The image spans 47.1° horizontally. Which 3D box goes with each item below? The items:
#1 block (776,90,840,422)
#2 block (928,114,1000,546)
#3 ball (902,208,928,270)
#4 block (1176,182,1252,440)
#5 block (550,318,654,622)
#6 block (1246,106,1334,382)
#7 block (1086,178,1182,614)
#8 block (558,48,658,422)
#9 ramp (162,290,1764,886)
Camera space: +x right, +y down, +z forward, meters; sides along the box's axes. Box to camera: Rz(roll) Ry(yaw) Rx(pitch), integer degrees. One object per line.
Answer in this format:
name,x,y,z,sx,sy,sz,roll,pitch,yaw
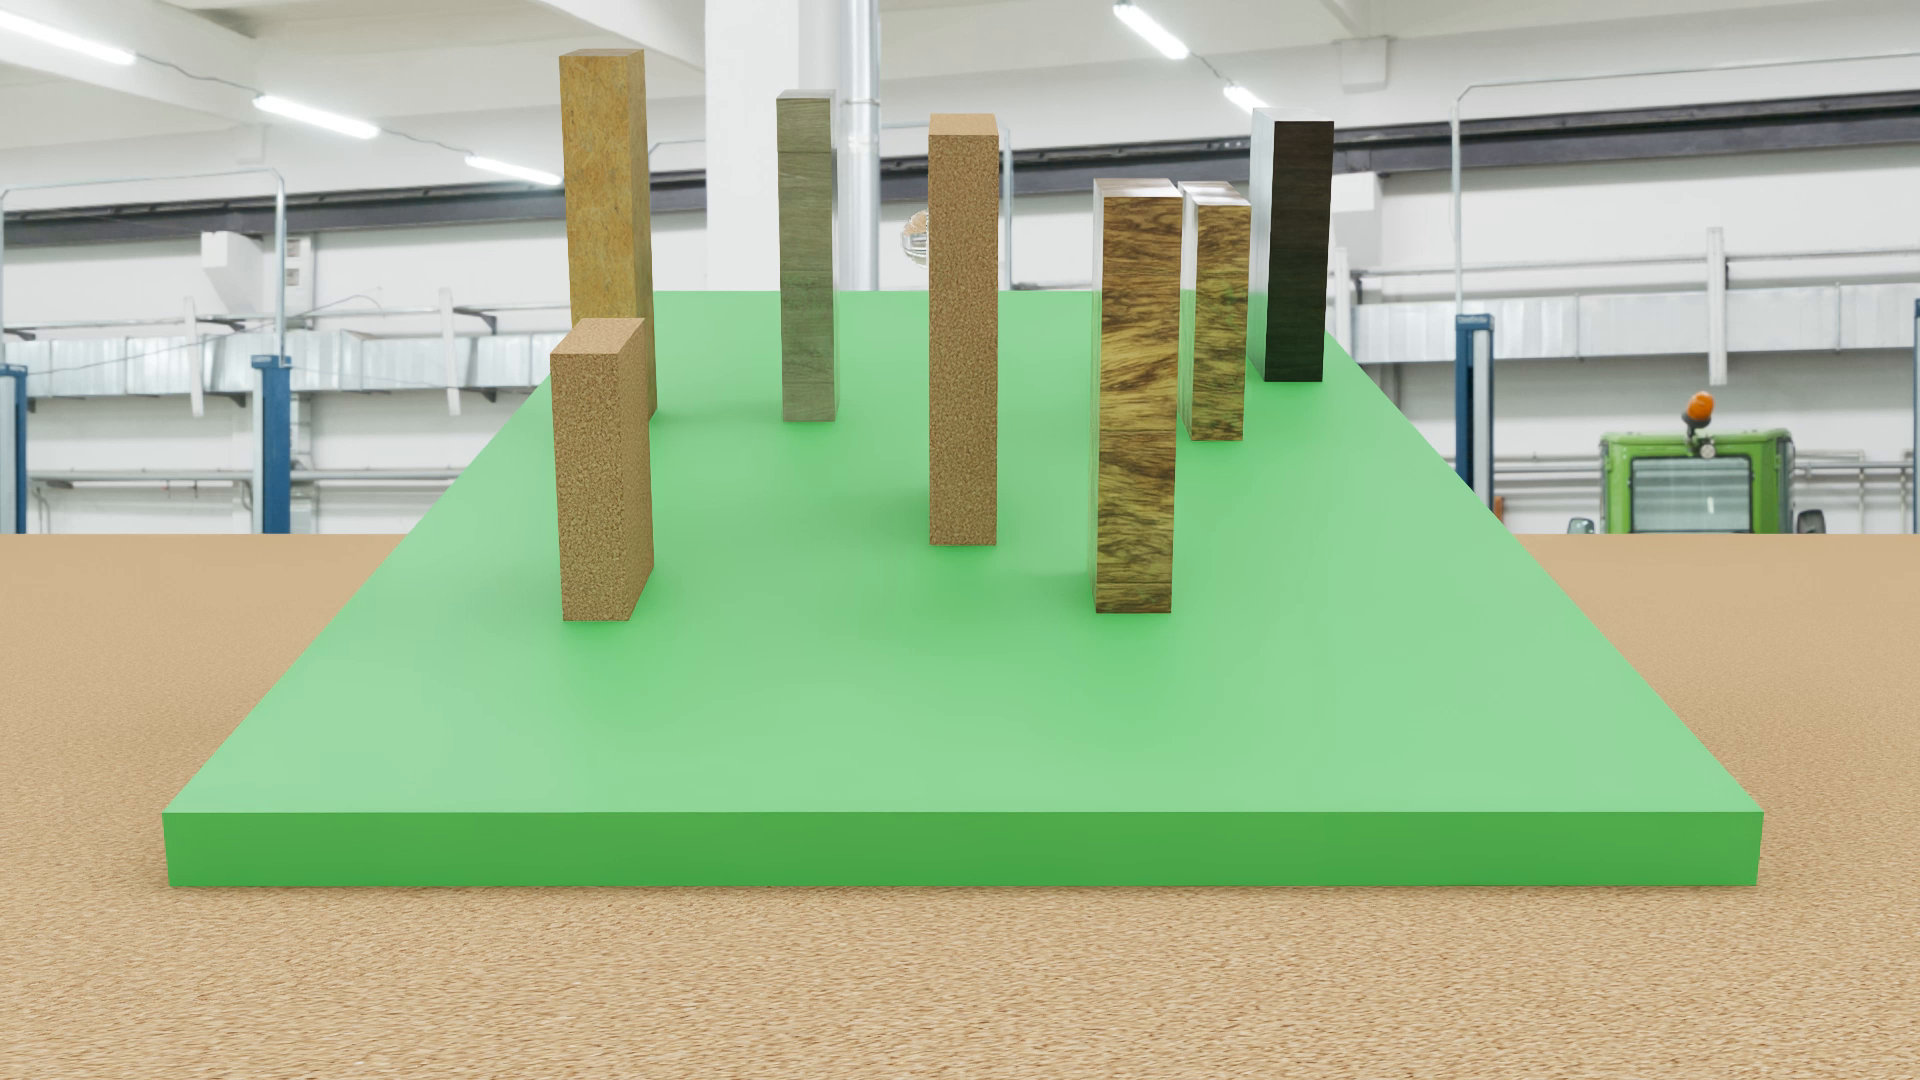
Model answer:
block,-0.334,-0.635,4.905,0.115,0.705,0.251,0,16,0
block,0.005,-0.395,4.027,0.119,0.721,0.427,0,16,0
ball,-0.079,-0.880,6.444,0.181,0.181,0.181,0,0,0
block,0.548,-0.511,4.844,0.110,0.502,0.430,0,16,0
block,-0.578,-0.121,3.587,0.104,0.431,0.312,0,16,0
block,0.803,-0.734,5.415,0.140,0.619,0.399,0,16,0
block,0.279,-0.236,3.566,0.120,0.666,0.248,0,16,0
block,-0.758,-0.649,4.779,0.139,0.799,0.273,0,16,0
ramp,-0.002,-0.155,4.688,2.000,0.100,4.000,0,16,0
